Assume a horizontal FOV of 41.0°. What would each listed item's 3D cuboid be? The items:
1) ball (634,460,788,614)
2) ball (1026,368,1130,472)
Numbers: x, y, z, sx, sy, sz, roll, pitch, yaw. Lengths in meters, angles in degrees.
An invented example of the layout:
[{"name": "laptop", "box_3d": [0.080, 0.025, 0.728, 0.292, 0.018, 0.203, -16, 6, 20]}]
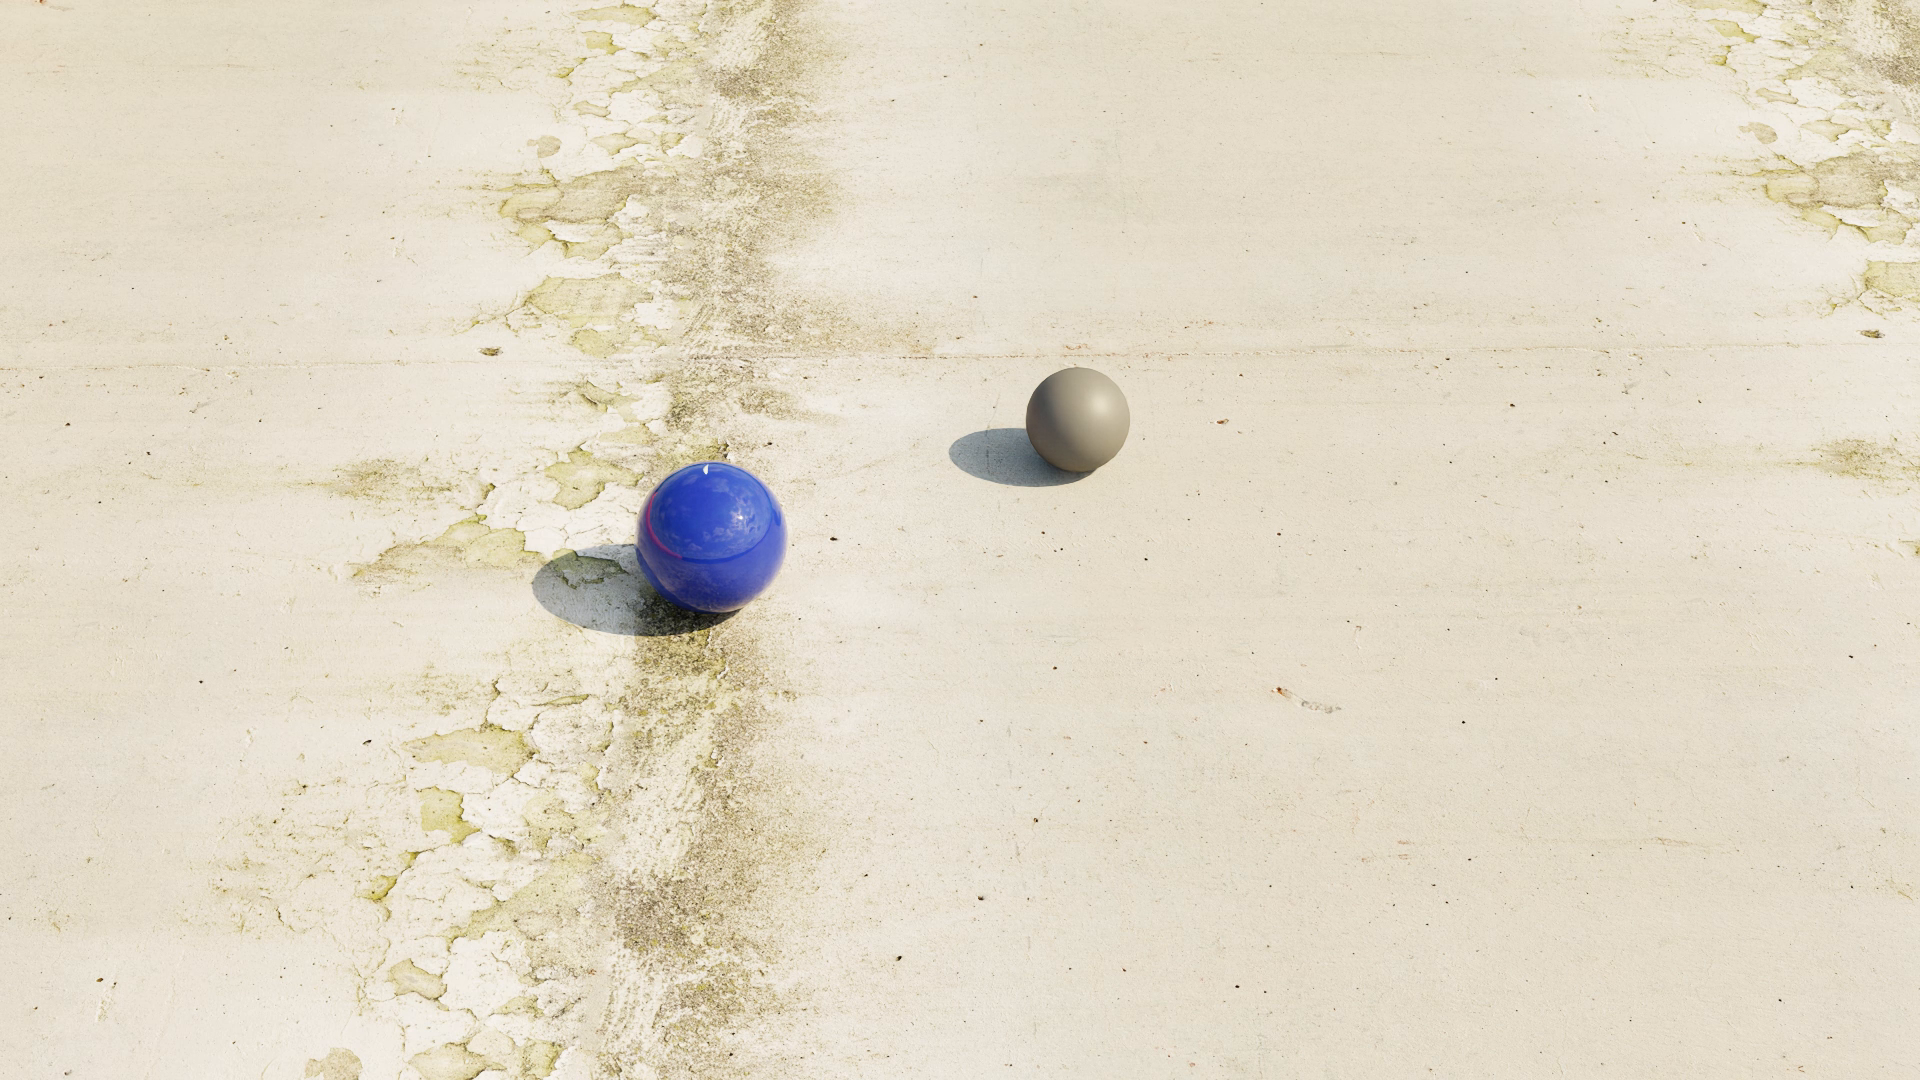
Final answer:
[{"name": "ball", "box_3d": [-0.153, -0.002, 1.583, 0.095, 0.095, 0.095, 0, 36, 0]}, {"name": "ball", "box_3d": [0.079, -0.080, 1.710, 0.070, 0.070, 0.070, 0, 36, 0]}]
